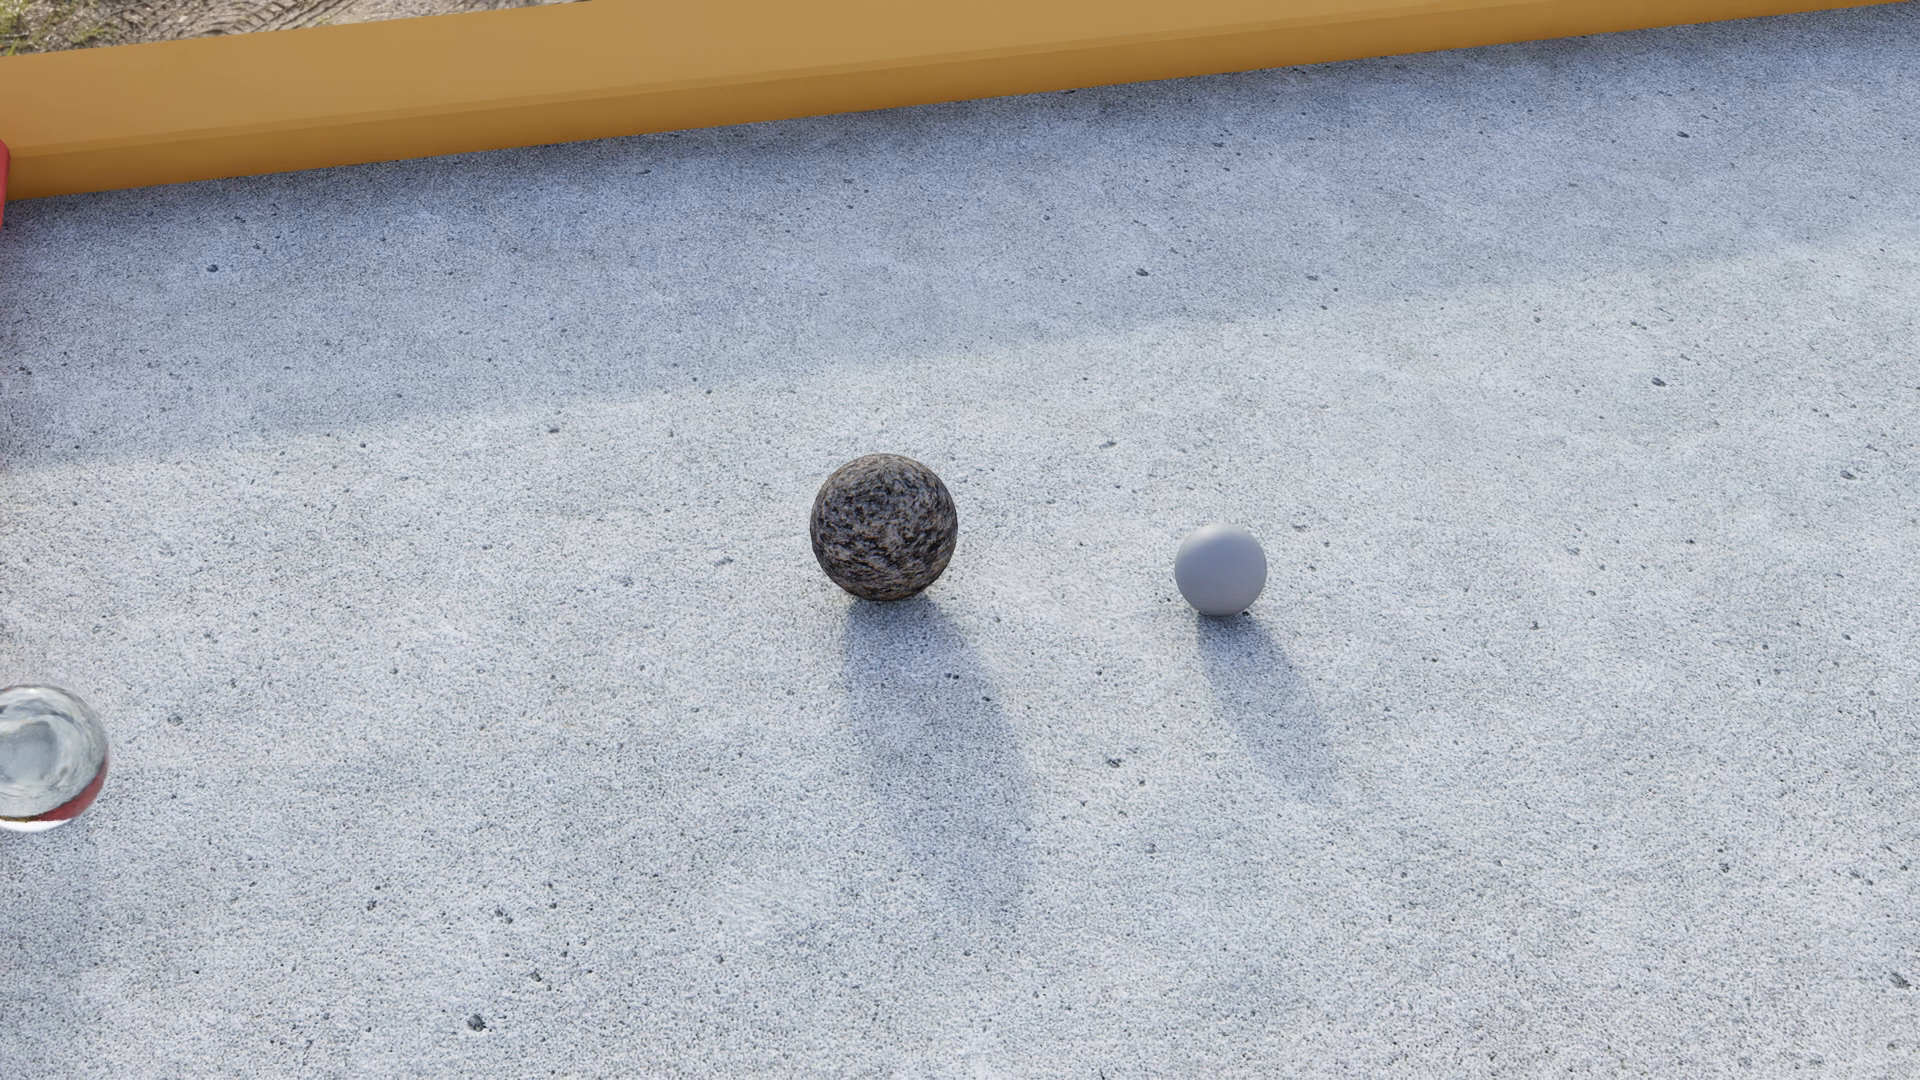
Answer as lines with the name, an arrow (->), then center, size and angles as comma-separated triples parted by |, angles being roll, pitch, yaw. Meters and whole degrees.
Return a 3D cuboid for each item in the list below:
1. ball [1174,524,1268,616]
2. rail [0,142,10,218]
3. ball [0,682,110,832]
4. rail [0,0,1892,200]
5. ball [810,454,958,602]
ball -> 0.164, 0.019, 1.618 | 0.059, 0.059, 0.059 | 0, 35, 0
rail -> -0.617, 0.067, 1.494 | 0.045, 0.122, 1.393 | -8, 36, -11
ball -> -0.525, 0.123, 1.450 | 0.085, 0.085, 0.085 | 0, 35, 0
rail -> 0.484, -0.487, 2.271 | 2.630, 0.122, 0.045 | -8, 36, -11
ball -> -0.048, -0.008, 1.625 | 0.094, 0.094, 0.094 | 0, 35, 0
